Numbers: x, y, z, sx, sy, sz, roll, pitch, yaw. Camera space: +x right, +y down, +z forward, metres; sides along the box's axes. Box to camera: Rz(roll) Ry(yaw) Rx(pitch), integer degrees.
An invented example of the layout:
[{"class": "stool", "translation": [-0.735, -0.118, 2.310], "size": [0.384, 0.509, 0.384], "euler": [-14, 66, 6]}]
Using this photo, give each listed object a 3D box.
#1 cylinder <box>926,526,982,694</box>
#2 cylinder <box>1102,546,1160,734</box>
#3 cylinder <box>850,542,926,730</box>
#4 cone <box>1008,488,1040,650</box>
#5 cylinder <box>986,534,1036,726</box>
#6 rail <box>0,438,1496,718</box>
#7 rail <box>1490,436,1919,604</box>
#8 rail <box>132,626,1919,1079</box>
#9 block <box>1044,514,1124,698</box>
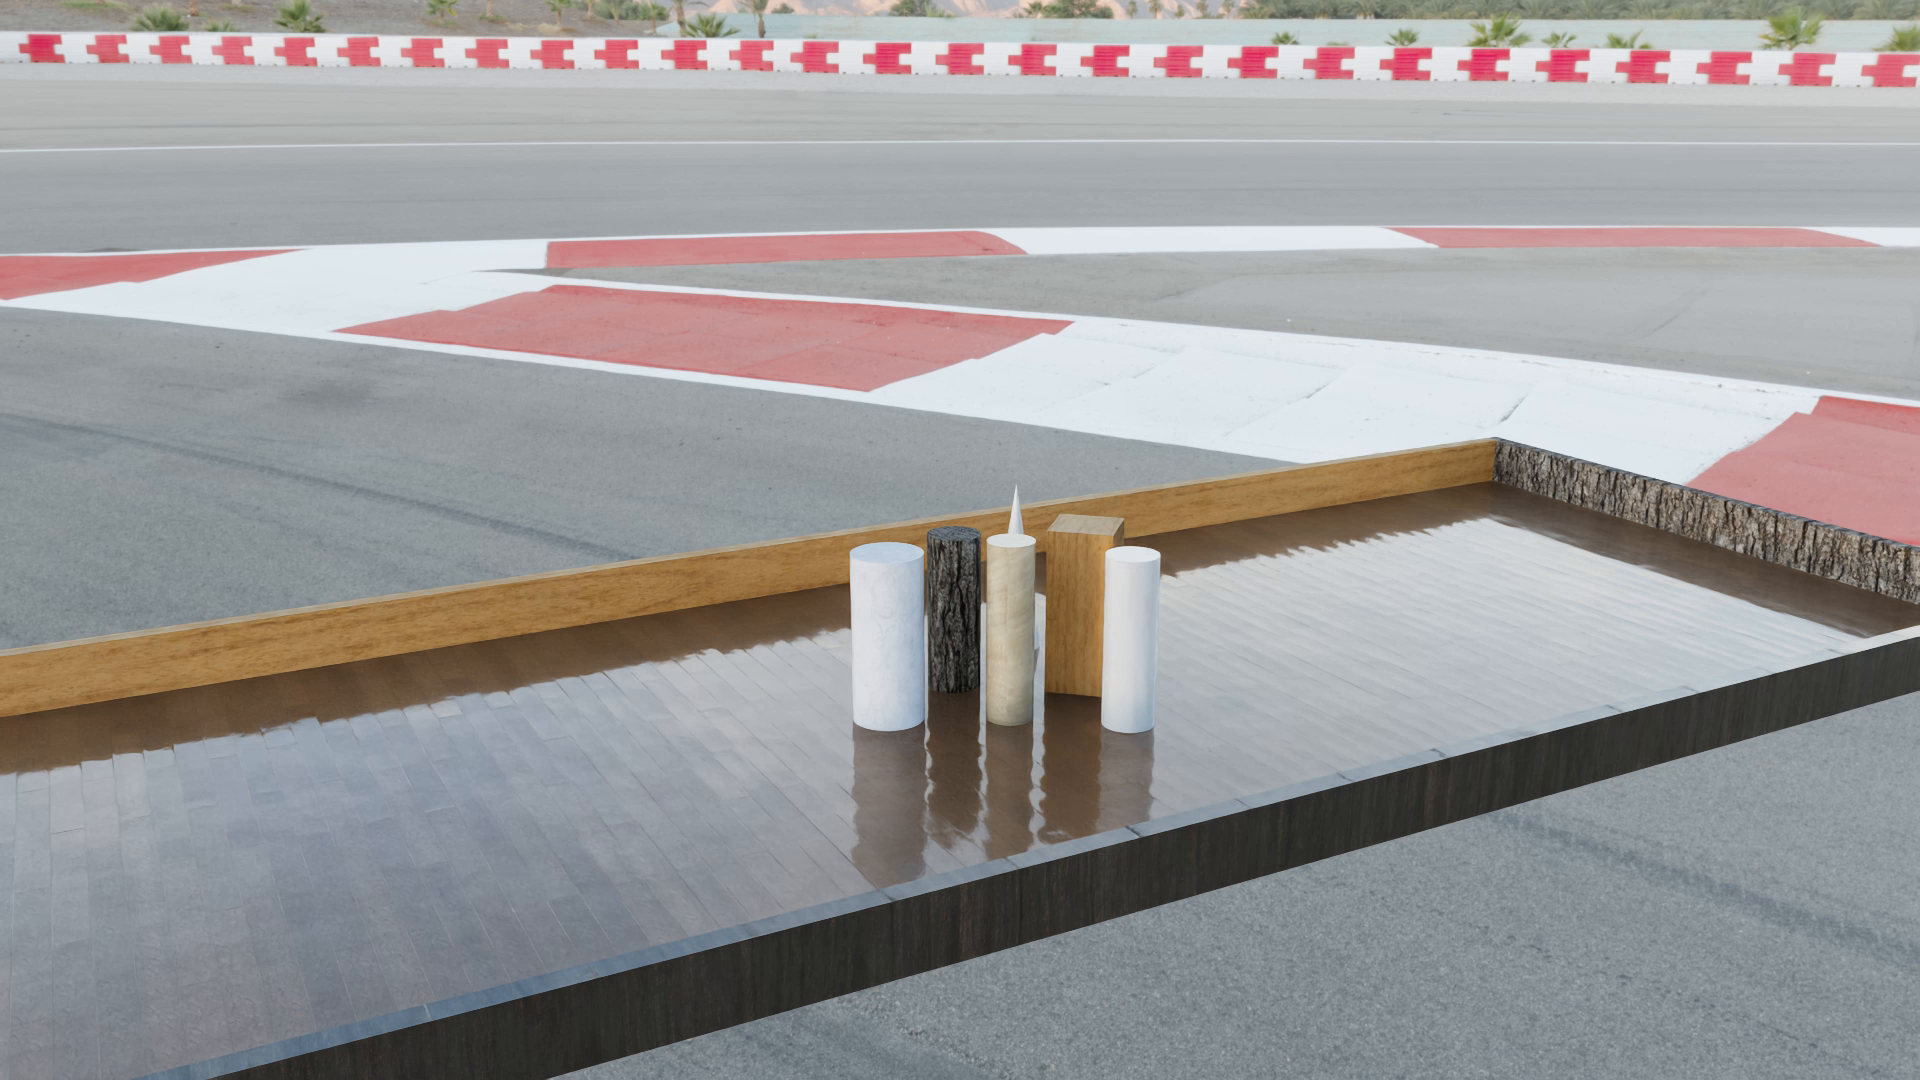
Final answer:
[{"class": "cylinder", "translation": [-0.015, 0.172, 4.076], "size": [0.132, 0.392, 0.132], "euler": [0, 16, 0]}, {"class": "cylinder", "translation": [0.396, 0.231, 3.832], "size": [0.126, 0.415, 0.126], "euler": [0, 16, 0]}, {"class": "cylinder", "translation": [-0.169, 0.225, 3.866], "size": [0.172, 0.408, 0.172], "euler": [0, 16, 0]}, {"class": "cone", "translation": [0.147, 0.065, 4.351], "size": [0.139, 0.442, 0.139], "euler": [0, 16, 0]}, {"class": "cylinder", "translation": [0.118, 0.210, 3.864], "size": [0.113, 0.437, 0.113], "euler": [0, 16, 0]}, {"class": "rail", "translation": [-3.305, 0.497, 3.399], "size": [12.000, 0.150, 0.050], "euler": [-9, 18, -27]}, {"class": "rail", "translation": [2.466, -0.048, 5.253], "size": [0.050, 0.150, 2.100], "euler": [-9, 18, -27]}, {"class": "rail", "translation": [-2.336, 1.006, 1.665], "size": [12.000, 0.150, 0.050], "euler": [-9, 18, -27]}, {"class": "block", "translation": [0.307, 0.160, 4.076], "size": [0.161, 0.413, 0.161], "euler": [4, 17, 14]}]
